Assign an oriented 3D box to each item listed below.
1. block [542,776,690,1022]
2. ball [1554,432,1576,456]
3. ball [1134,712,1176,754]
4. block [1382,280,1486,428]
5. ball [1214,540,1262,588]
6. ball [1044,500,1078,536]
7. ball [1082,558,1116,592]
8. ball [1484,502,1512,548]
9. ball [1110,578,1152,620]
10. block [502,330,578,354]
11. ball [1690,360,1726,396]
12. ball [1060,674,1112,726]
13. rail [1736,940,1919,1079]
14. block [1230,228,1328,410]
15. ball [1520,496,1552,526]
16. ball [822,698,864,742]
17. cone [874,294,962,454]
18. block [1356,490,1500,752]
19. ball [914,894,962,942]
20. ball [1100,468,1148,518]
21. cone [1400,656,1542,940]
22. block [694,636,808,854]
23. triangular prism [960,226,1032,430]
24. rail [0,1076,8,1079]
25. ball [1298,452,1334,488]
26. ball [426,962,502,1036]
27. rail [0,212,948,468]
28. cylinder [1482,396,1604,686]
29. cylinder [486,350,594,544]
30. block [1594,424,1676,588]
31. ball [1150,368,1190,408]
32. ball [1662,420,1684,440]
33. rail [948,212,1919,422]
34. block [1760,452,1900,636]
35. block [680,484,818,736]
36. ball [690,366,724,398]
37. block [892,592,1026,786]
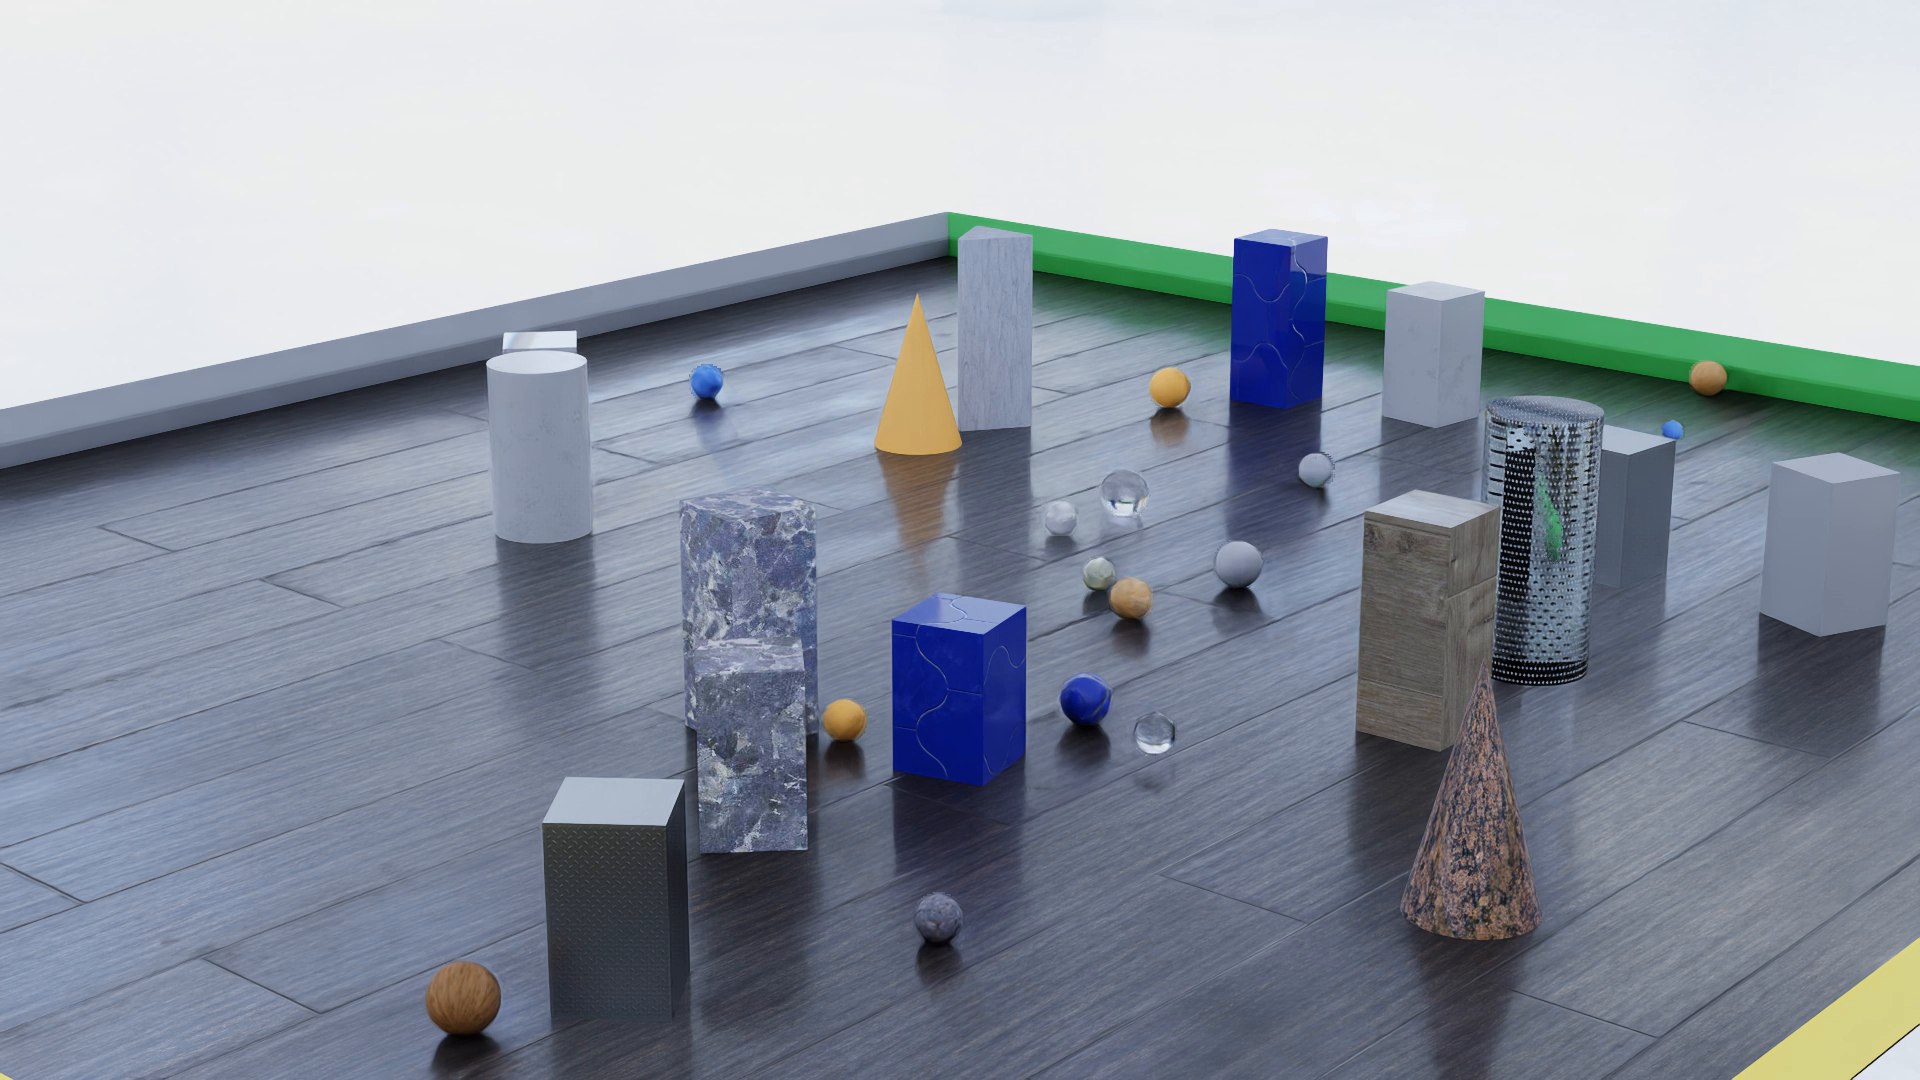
[{"bbox_3d":[-0.415,0.434,3.558,0.147,0.253,0.147,1,17,3],"label":"block"},{"bbox_3d":[1.232,-0.180,5.897,0.073,0.073,0.073,0,17,0],"label":"ball"},{"bbox_3d":[0.290,0.288,4.370,0.063,0.063,0.063,0,17,0],"label":"ball"},{"bbox_3d":[1.012,-0.398,6.270,0.147,0.275,0.147,-15,22,-41],"label":"block"},{"bbox_3d":[0.489,0.043,5.145,0.083,0.083,0.083,0,17,0],"label":"ball"},{"bbox_3d":[0.188,-0.041,5.451,0.065,0.065,0.065,0,17,0],"label":"ball"},{"bbox_3d":[0.243,0.061,5.124,0.059,0.059,0.059,0,17,0],"label":"ball"},{"bbox_3d":[0.959,-0.023,5.349,0.091,0.091,0.091,0,17,0],"label":"ball"},{"bbox_3d":[0.290,0.099,4.978,0.072,0.072,0.072,0,17,0],"label":"ball"},{"bbox_3d":[-0.854,-0.295,5.997,0.147,0.235,0.147,-2,17,-7],"label":"block"},{"bbox_3d":[1.653,-0.357,6.474,0.079,0.079,0.079,0,17,0],"label":"ball"},{"bbox_3d":[0.192,0.244,4.485,0.080,0.080,0.080,0,17,0],"label":"ball"},{"bbox_3d":[1.480,0.402,3.892,0.045,0.119,4.461,14,22,39],"label":"rail"},{"bbox_3d":[0.697,-0.485,6.414,0.147,0.358,0.147,13,21,37],"label":"block"},{"bbox_3d":[1.081,-0.054,5.507,0.058,0.058,0.058,0,17,0],"label":"ball"},{"bbox_3d":[-0.175,0.272,4.422,0.064,0.064,0.064,0,17,0],"label":"ball"},{"bbox_3d":[-0.087,-0.354,6.047,0.184,0.319,0.184,0,17,0],"label":"cone"},{"bbox_3d":[0.706,0.120,4.431,0.147,0.349,0.147,13,21,37],"label":"block"},{"bbox_3d":[-0.027,0.482,3.732,0.061,0.061,0.061,0,17,0],"label":"ball"},{"bbox_3d":[0.312,-0.089,5.566,0.092,0.092,0.092,0,17,0],"label":"ball"},{"bbox_3d":[0.667,0.315,3.780,0.184,0.353,0.184,0,17,0],"label":"cone"},{"bbox_3d":[-0.289,0.282,4.052,0.147,0.259,0.147,-1,17,-5],"label":"block"},{"bbox_3d":[0.056,-0.452,6.215,0.159,0.409,0.138,-5,17,-15],"label":"triangular prism"},{"bbox_3d":[-1.447,0.513,3.526,3.966,0.119,0.045,14,22,39],"label":"rail"},{"bbox_3d":[0.700,-0.138,5.767,0.067,0.067,0.067,0,17,0],"label":"ball"},{"bbox_3d":[-0.588,0.544,3.480,0.088,0.088,0.088,0,17,0],"label":"ball"},{"bbox_3d":[-1.480,-0.342,6.351,0.045,0.119,4.461,14,22,39],"label":"rail"},{"bbox_3d":[0.923,0.000,4.687,0.184,0.430,0.184,0,17,0],"label":"cylinder"},{"bbox_3d":[-0.780,-0.174,5.450,0.184,0.322,0.184,0,17,0],"label":"cylinder"},{"bbox_3d":[1.160,-0.061,5.211,0.147,0.243,0.147,-16,23,-41],"label":"block"},{"bbox_3d":[0.457,-0.332,6.376,0.087,0.087,0.087,0,17,0],"label":"ball"},{"bbox_3d":[1.485,-0.228,6.109,0.043,0.043,0.043,0,17,0],"label":"ball"},{"bbox_3d":[1.447,-0.453,6.716,3.966,0.119,0.045,14,22,39],"label":"rail"},{"bbox_3d":[1.468,0.006,4.951,0.147,0.266,0.147,-8,19,-25],"label":"block"},{"bbox_3d":[-0.318,0.116,4.426,0.147,0.358,0.147,-12,20,-34],"label":"block"},{"bbox_3d":[-0.557,-0.348,6.455,0.071,0.071,0.071,0,17,0],"label":"ball"},{"bbox_3d":[0.000,0.217,4.311,0.147,0.232,0.147,8,19,25],"label":"block"}]
